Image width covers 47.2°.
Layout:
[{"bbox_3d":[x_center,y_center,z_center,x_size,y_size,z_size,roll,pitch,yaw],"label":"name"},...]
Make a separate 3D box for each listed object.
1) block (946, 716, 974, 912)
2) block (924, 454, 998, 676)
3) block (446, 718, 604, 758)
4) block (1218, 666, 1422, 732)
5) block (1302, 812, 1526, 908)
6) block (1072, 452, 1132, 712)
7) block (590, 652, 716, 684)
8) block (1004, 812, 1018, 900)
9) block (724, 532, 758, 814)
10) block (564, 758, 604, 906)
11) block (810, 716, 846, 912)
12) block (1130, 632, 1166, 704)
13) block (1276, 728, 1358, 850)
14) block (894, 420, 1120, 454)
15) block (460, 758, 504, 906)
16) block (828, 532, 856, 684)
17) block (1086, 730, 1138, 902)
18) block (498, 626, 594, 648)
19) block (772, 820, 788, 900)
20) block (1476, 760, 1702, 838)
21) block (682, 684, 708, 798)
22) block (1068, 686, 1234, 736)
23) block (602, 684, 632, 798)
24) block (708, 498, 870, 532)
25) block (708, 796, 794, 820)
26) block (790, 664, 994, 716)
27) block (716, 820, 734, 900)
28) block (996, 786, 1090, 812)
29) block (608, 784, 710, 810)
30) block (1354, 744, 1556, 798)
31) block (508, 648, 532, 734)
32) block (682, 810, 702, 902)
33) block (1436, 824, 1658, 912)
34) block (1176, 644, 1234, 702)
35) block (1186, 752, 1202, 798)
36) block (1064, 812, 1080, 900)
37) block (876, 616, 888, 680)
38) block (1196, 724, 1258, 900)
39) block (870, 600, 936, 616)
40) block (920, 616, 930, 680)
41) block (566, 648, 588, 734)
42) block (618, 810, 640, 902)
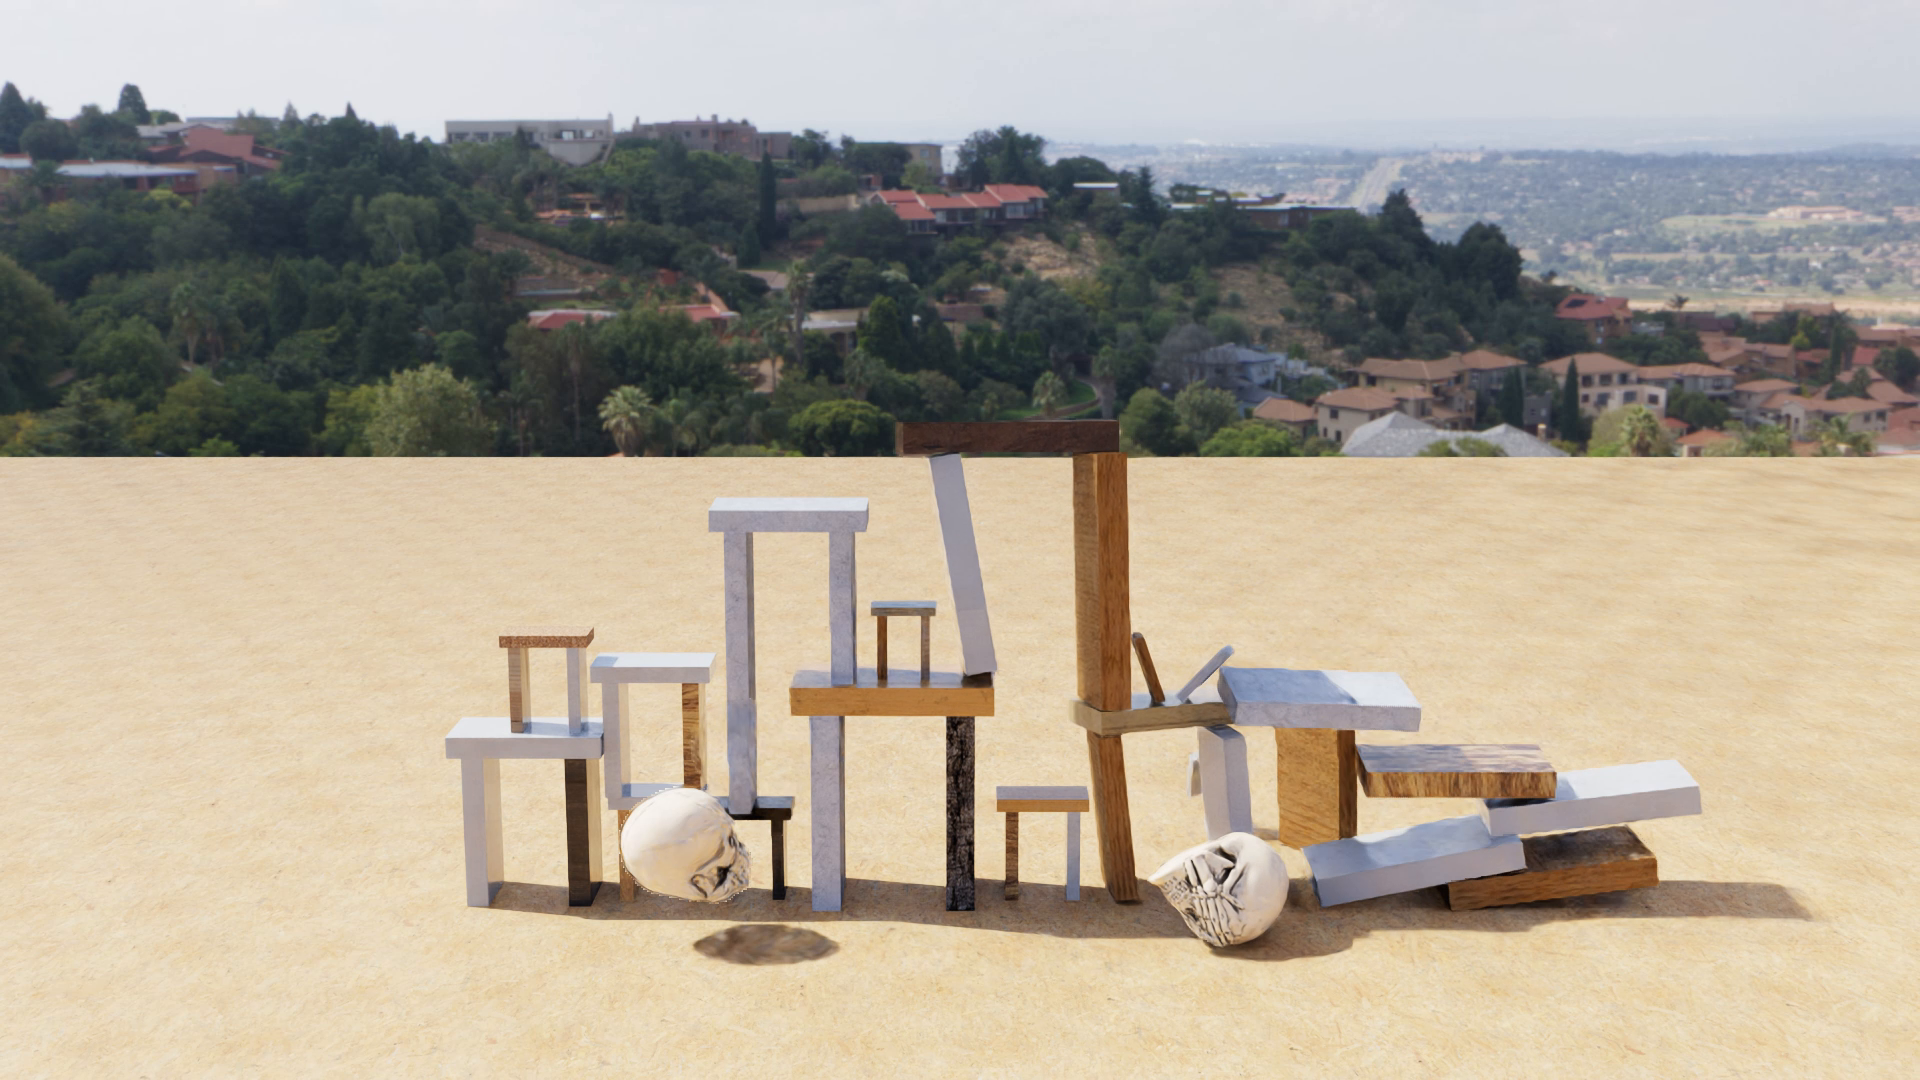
[{"bbox_3d":[0.001,0.429,3.638,0.046,0.328,0.164,0,11,0],"label":"block"},{"bbox_3d":[0.000,0.035,3.592,0.050,0.352,0.176,-10,4,-3],"label":"block"},{"bbox_3d":[-0.707,0.326,3.620,0.251,0.036,0.126,0,11,0],"label":"block"},{"bbox_3d":[0.589,0.262,3.622,0.304,0.043,0.152,2,18,-5],"label":"block"},{"bbox_3d":[0.750,0.528,3.657,0.338,0.048,0.169,-11,10,3],"label":"block"},{"bbox_3d":[0.233,0.063,3.620,0.050,0.415,0.176,-2,4,-10],"label":"block"},{"bbox_3d":[-0.501,0.210,3.604,0.194,0.027,0.097,0,11,0],"label":"block"},{"bbox_3d":[0.086,0.514,3.660,0.022,0.152,0.076,0,11,0],"label":"block"},{"bbox_3d":[-0.358,0.206,3.596,0.035,0.467,0.125,0,11,0],"label":"block"},{"bbox_3d":[-0.623,0.466,3.646,0.036,0.251,0.126,0,11,0],"label":"block"},{"bbox_3d":[-0.218,0.429,3.638,0.046,0.328,0.164,0,11,0],"label":"block"},{"bbox_3d":[0.312,0.212,3.653,0.016,0.113,0.057,-20,8,-2],"label":"block"},{"bbox_3d":[0.620,0.401,3.830,0.043,0.304,0.152,-15,19,-33],"label":"block"},{"bbox_3d":[0.074,-0.171,3.625,0.352,0.050,0.176,-1,3,-6],"label":"block"},{"bbox_3d":[-0.791,0.466,3.646,0.036,0.251,0.126,0,11,0],"label":"block"},{"bbox_3d":[-0.190,0.099,3.579,0.035,0.250,0.125,0,11,0],"label":"block"},{"bbox_3d":[0.253,0.448,3.659,0.039,0.273,0.136,-7,8,-4],"label":"block"},{"bbox_3d":[-0.674,0.158,3.590,0.142,0.020,0.071,0,11,0],"label":"block"},{"bbox_3d":[-0.300,0.522,3.661,0.020,0.138,0.069,0,11,0],"label":"block"},{"bbox_3d":[1.039,0.429,3.658,0.338,0.048,0.169,-8,8,6],"label":"block"},{"bbox_3d":[-0.437,0.318,3.623,0.027,0.194,0.097,0,11,0],"label":"block"},{"bbox_3d":[0.334,0.285,3.681,0.273,0.039,0.136,-3,6,-20],"label":"block"},{"bbox_3d":[-0.566,0.318,3.624,0.027,0.194,0.097,0,11,1],"label":"block"},{"bbox_3d":[-0.274,-0.041,3.551,0.250,0.035,0.125,0,11,0],"label":"block"},{"bbox_3d":[-0.346,0.444,3.646,0.138,0.020,0.069,0,11,0],"label":"block"},{"bbox_3d":[-0.108,0.245,3.605,0.328,0.046,0.164,0,11,1],"label":"block"},{"bbox_3d":[-0.392,0.521,3.661,0.020,0.138,0.069,0,11,0],"label":"block"},{"bbox_3d":[0.136,0.429,3.644,0.152,0.022,0.076,0,11,0],"label":"block"},{"bbox_3d":[-0.498,0.425,3.641,0.157,0.022,0.078,0,11,1],"label":"block"},{"bbox_3d":[0.817,0.381,3.644,0.304,0.043,0.152,0,13,3],"label":"block"},{"bbox_3d":[-0.722,0.238,3.604,0.020,0.142,0.071,0,11,0],"label":"block"},{"bbox_3d":[-0.446,0.513,3.657,0.022,0.157,0.078,0,11,0],"label":"block"},{"bbox_3d":[0.965,0.544,3.656,0.337,0.048,0.169,-8,10,2],"label":"block"},{"bbox_3d":[0.406,0.220,3.643,0.016,0.113,0.057,46,14,8],"label":"block"},{"bbox_3d":[0.442,0.420,3.995,0.057,0.113,0.016,-19,49,-15],"label":"block"},{"bbox_3d":[0.187,0.514,3.660,0.022,0.152,0.076,0,11,0],"label":"block"},{"bbox_3d":[-0.127,0.170,3.591,0.015,0.105,0.053,0,11,0],"label":"block"},{"bbox_3d":[0.445,0.448,3.661,0.039,0.273,0.136,-7,8,-11],"label":"block"},{"bbox_3d":[-0.091,0.111,3.580,0.105,0.015,0.053,0,11,0],"label":"block"},{"bbox_3d":[-0.056,0.170,3.591,0.015,0.105,0.053,0,11,0],"label":"block"},{"bbox_3d":[-0.627,0.238,3.604,0.020,0.142,0.071,0,11,0],"label":"block"},{"bbox_3d":[-0.550,0.513,3.657,0.022,0.157,0.078,0,11,0],"label":"block"}]
